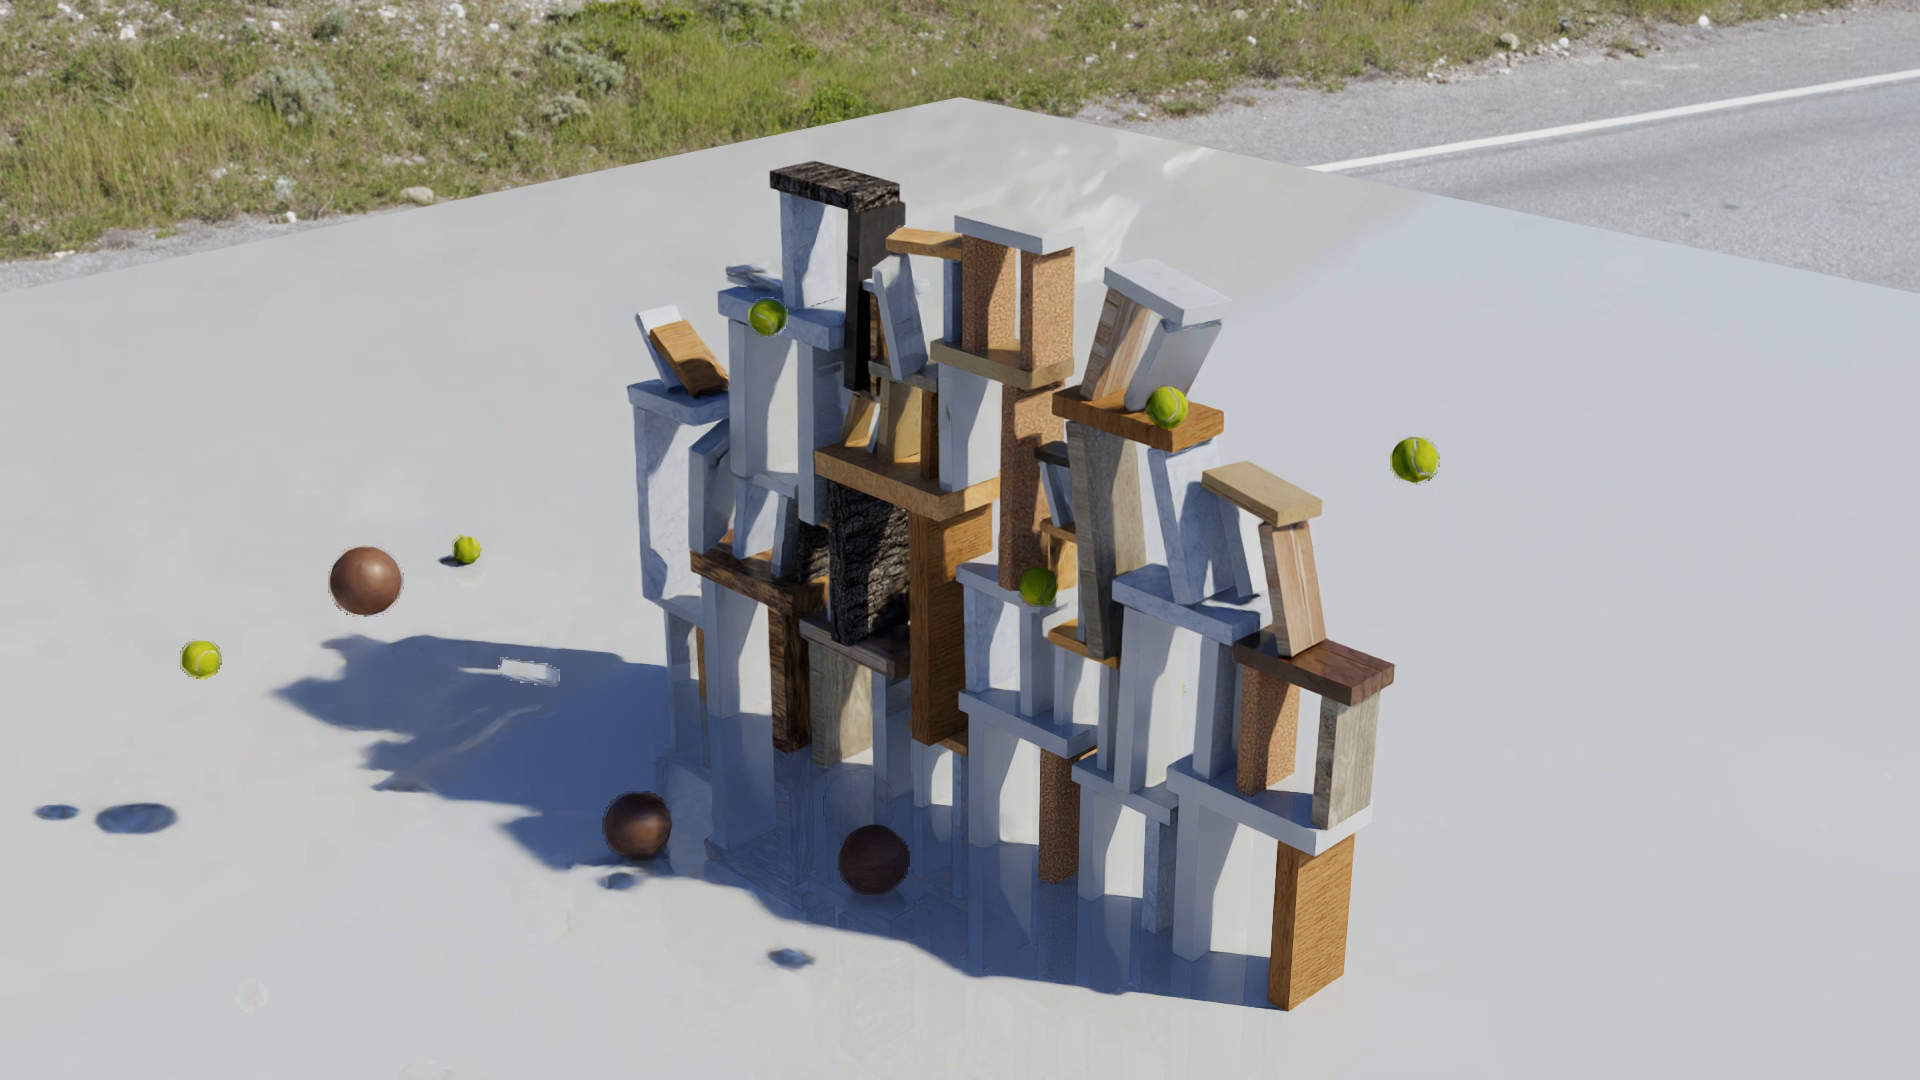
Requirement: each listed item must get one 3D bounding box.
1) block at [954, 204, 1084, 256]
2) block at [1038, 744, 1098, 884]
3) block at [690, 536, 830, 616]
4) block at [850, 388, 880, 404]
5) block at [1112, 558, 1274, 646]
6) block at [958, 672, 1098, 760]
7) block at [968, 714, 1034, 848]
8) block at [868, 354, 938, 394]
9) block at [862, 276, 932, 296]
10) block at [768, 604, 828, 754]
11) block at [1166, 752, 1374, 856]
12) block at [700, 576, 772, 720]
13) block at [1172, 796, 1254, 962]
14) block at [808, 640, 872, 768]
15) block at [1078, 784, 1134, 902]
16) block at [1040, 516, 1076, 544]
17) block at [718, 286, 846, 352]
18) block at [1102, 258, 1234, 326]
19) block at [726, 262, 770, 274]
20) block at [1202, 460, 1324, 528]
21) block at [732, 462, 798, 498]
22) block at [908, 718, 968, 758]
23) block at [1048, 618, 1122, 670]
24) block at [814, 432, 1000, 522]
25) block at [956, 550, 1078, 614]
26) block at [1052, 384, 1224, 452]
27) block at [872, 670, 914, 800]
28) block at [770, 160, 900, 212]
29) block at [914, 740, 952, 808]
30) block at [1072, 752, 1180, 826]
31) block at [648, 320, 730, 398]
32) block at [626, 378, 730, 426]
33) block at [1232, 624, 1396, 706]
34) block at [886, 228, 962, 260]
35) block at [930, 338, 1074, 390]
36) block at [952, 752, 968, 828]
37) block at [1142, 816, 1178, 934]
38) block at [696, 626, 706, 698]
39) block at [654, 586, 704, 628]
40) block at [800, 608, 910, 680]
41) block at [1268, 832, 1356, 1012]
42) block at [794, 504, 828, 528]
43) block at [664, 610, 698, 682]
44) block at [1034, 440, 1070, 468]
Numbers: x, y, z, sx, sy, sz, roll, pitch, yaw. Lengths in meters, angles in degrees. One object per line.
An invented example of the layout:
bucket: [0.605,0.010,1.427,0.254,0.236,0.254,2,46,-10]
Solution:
block: [0.103,-0.548,3.878,0.214,0.030,0.107,22,31,40]
block: [0.215,0.505,4.209,0.040,0.283,0.142,21,31,41]
block: [-0.405,0.068,4.688,0.333,0.047,0.166,21,31,40]
block: [-0.157,-0.288,4.272,0.057,0.016,0.114,-19,31,-37]
block: [0.409,0.106,3.823,0.134,0.038,0.268,-21,31,-40]
block: [0.148,0.329,4.207,0.142,0.040,0.283,-21,31,-41]
block: [0.081,0.452,4.332,0.040,0.284,0.142,21,31,41]
block: [-0.075,-0.320,4.146,0.182,0.026,0.091,19,31,37]
block: [-0.118,-0.477,4.126,0.065,0.018,0.131,-23,26,-33]
block: [-0.326,0.273,4.690,0.047,0.333,0.166,21,31,41]
block: [0.536,0.442,3.829,0.325,0.046,0.162,21,31,41]
block: [-0.483,0.212,4.834,0.047,0.333,0.166,21,31,41]
block: [0.459,0.583,3.971,0.046,0.325,0.162,21,31,41]
block: [-0.248,0.325,4.630,0.143,0.285,0.040,-21,31,-40]
block: [0.278,0.552,4.156,0.034,0.238,0.119,21,31,41]
block: [0.212,-0.018,3.985,0.063,0.018,0.127,-22,32,-40]
block: [-0.311,-0.454,4.373,0.167,0.047,0.334,-21,31,-41]
block: [0.344,-0.413,3.652,0.105,0.030,0.210,-14,33,-32]
block: [-0.430,-0.551,4.457,0.047,0.013,0.094,-16,11,-35]
block: [0.503,-0.079,3.671,0.097,0.028,0.194,-14,29,-31]
block: [-0.375,-0.135,4.576,0.192,0.027,0.096,20,30,39]
block: [-0.017,0.382,4.403,0.083,0.024,0.167,-22,31,-40]
block: [0.251,0.188,4.037,0.165,0.023,0.082,21,31,40]
block: [-0.099,-0.130,4.269,0.176,0.050,0.352,-22,31,-40]
block: [0.108,0.079,4.145,0.219,0.031,0.109,21,31,41]
block: [0.305,-0.219,3.793,0.136,0.039,0.273,-22,31,-40]
block: [-0.113,0.378,4.506,0.143,0.285,0.040,-21,31,-41]
block: [-0.240,-0.676,4.197,0.235,0.033,0.117,22,31,38]
block: [-0.056,0.454,4.477,0.083,0.167,0.024,-22,32,-40]
block: [0.334,0.449,4.052,0.119,0.034,0.238,-21,31,-41]
block: [-0.570,-0.383,4.641,0.090,0.026,0.181,-21,64,-37]
block: [-0.577,-0.301,4.677,0.143,0.040,0.285,-18,23,-32]
block: [0.589,0.204,3.668,0.241,0.034,0.121,21,31,41]
block: [-0.048,-0.538,3.998,0.158,0.022,0.079,10,26,16]
block: [0.075,-0.331,3.998,0.247,0.035,0.123,22,31,40]
block: [0.023,0.485,4.405,0.083,0.166,0.024,-22,31,-40]
block: [0.390,0.596,4.053,0.034,0.238,0.119,21,31,41]
block: [-0.544,0.256,4.925,0.026,0.182,0.091,21,31,41]
block: [-0.593,0.146,4.917,0.091,0.026,0.182,-21,31,-39]
block: [-0.180,0.201,4.504,0.285,0.040,0.143,21,31,41]
block: [0.613,0.643,3.830,0.046,0.325,0.162,21,31,41]
block: [-0.260,-0.051,4.488,0.076,0.021,0.151,-21,31,-41]
block: [-0.622,0.227,4.992,0.091,0.182,0.026,-15,27,-29]
block: [0.198,-0.150,3.942,0.121,0.017,0.061,19,31,40]
